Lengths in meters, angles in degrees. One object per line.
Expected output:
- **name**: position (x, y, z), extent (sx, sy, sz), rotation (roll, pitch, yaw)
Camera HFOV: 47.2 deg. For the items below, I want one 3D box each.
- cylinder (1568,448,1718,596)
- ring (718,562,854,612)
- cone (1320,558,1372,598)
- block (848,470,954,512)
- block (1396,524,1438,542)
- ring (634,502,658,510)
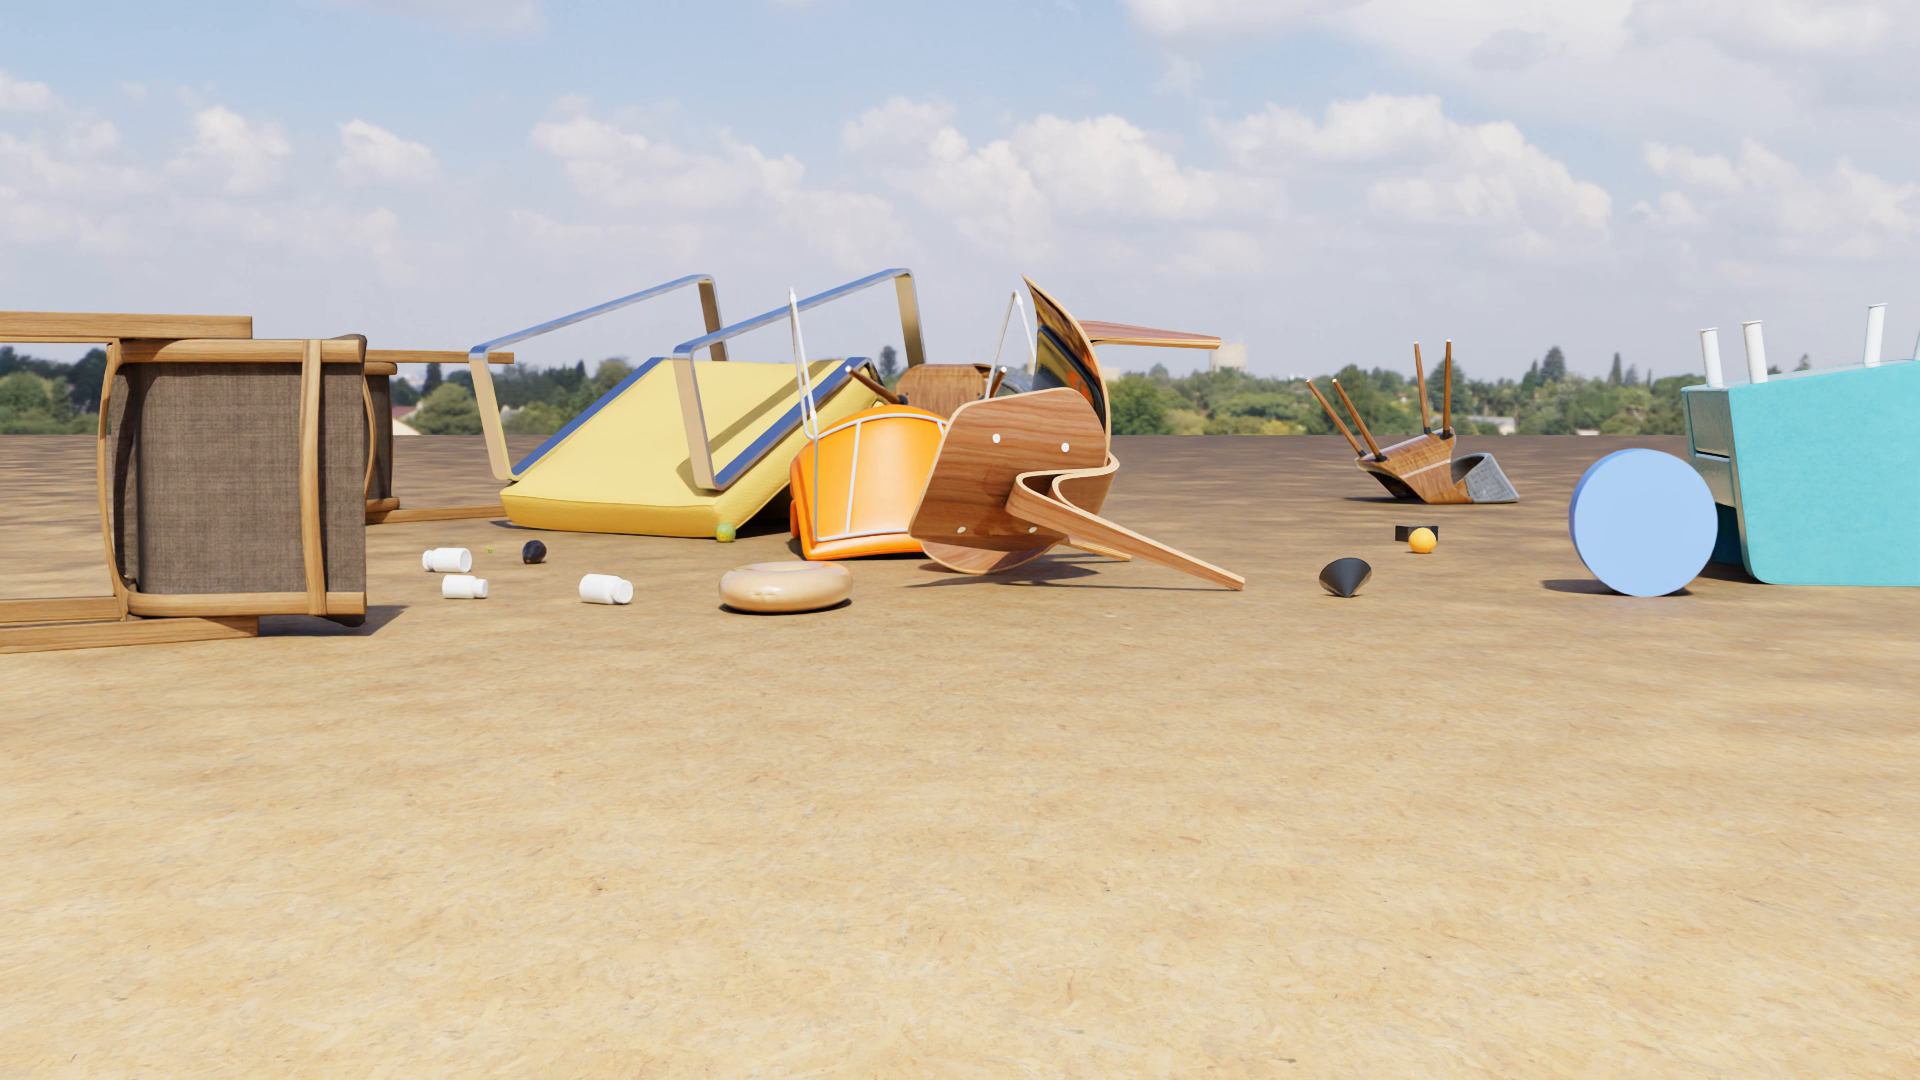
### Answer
- **cylinder**: position (1.496, -0.041, 4.827), extent (0.298, 0.318, 0.157), rotation (-6, 3, 11)
- **ring**: position (-0.359, 0.095, 4.554), extent (0.270, 0.083, 0.465), rotation (0, 3, 7)
- **cone**: position (0.834, 0.102, 4.747), extent (0.107, 0.067, 0.119), rotation (33, -52, -25)
- **block**: position (-0.218, -0.183, 8.166), extent (0.326, 0.144, 0.223), rotation (3, 5, 39)
- **block**: position (1.350, -0.020, 6.502), extent (0.105, 0.045, 0.066), rotation (-2, 4, -22)
- **ring**: position (-1.177, -0.128, 8.237), extent (0.071, 0.024, 0.096), rotation (4, 6, 39)
